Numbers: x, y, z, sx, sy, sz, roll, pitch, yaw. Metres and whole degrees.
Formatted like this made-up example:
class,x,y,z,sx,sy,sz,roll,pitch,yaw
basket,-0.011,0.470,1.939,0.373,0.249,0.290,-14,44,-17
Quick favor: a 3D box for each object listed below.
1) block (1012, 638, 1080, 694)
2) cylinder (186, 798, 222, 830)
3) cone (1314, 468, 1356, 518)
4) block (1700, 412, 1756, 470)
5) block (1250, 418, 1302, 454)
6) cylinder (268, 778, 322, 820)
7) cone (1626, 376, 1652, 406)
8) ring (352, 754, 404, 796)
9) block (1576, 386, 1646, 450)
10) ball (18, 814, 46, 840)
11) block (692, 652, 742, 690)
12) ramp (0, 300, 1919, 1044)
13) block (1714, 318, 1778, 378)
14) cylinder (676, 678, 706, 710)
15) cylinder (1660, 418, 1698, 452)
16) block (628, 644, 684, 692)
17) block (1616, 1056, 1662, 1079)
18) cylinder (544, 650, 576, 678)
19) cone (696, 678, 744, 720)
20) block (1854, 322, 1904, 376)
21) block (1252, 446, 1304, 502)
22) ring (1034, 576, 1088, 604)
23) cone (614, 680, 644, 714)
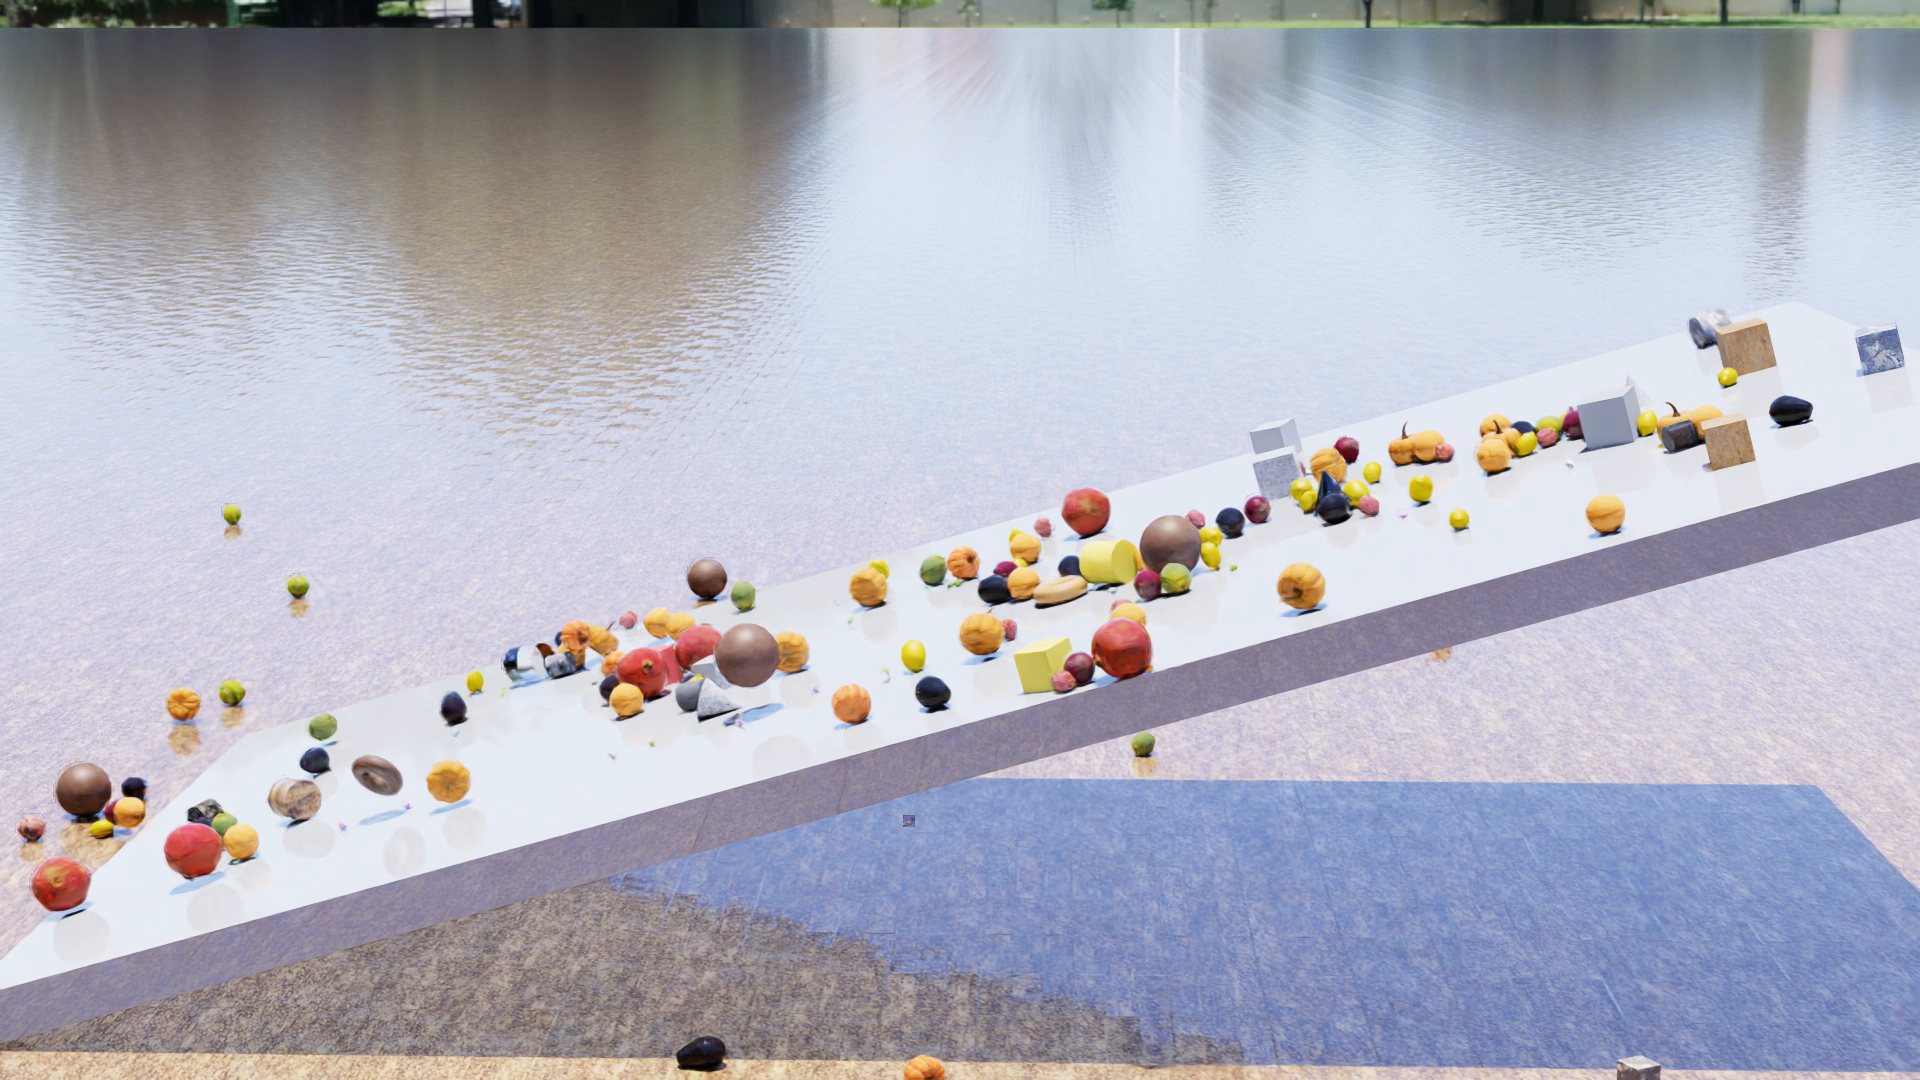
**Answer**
class,x,y,z,sx,sy,sz,roll,pitch,yaw
block,0.160,0.231,5.432,0.077,0.077,0.077,-8,13,40
cylinder,-1.652,0.600,6.435,0.054,0.054,0.054,6,20,28
cone,0.784,-0.108,6.251,0.095,0.095,0.095,-16,10,3
block,1.465,-0.189,5.611,0.082,0.082,0.082,-14,10,13
block,0.758,-0.236,7.051,0.083,0.083,0.083,-10,12,35
cylinder,-1.404,0.547,6.211,0.083,0.083,0.083,-9,5,-39
cone,1.468,-0.329,6.425,0.072,0.072,0.072,-16,10,3
ring,-1.186,0.479,5.988,0.113,0.113,0.038,5,49,25
block,1.353,-0.254,6.110,0.100,0.100,0.100,-11,11,29
ball,-2.167,0.672,6.866,0.061,0.061,0.061,0,11,0
block,-0.522,0.285,6.292,0.066,0.066,0.066,-9,12,38
ramp,0.089,0.188,6.322,4.000,0.100,2.000,-16,10,5
block,1.722,-0.423,6.450,0.099,0.099,0.099,-15,10,7
cylinder,-0.554,0.324,6.153,0.059,0.059,0.059,-11,4,27
cylinder,1.433,-0.208,5.856,0.053,0.053,0.053,-23,16,-11
block,-0.675,0.284,6.515,0.080,0.080,0.080,-22,11,-28
block,1.223,0.968,5.303,0.054,0.054,0.054,-6,12,-28
cylinder,-0.946,0.295,6.973,0.055,0.055,0.055,-13,6,18
cone,-0.486,0.334,6.035,0.088,0.088,0.088,12,12,6
block,1.894,-0.395,6.057,0.082,0.082,0.082,-13,10,20
block,0.715,-0.149,6.599,0.093,0.093,0.093,-14,10,12
ring,0.210,0.105,6.169,0.117,0.039,0.117,-14,8,2
cone,-0.725,0.334,6.358,0.066,0.066,0.066,-16,10,3
